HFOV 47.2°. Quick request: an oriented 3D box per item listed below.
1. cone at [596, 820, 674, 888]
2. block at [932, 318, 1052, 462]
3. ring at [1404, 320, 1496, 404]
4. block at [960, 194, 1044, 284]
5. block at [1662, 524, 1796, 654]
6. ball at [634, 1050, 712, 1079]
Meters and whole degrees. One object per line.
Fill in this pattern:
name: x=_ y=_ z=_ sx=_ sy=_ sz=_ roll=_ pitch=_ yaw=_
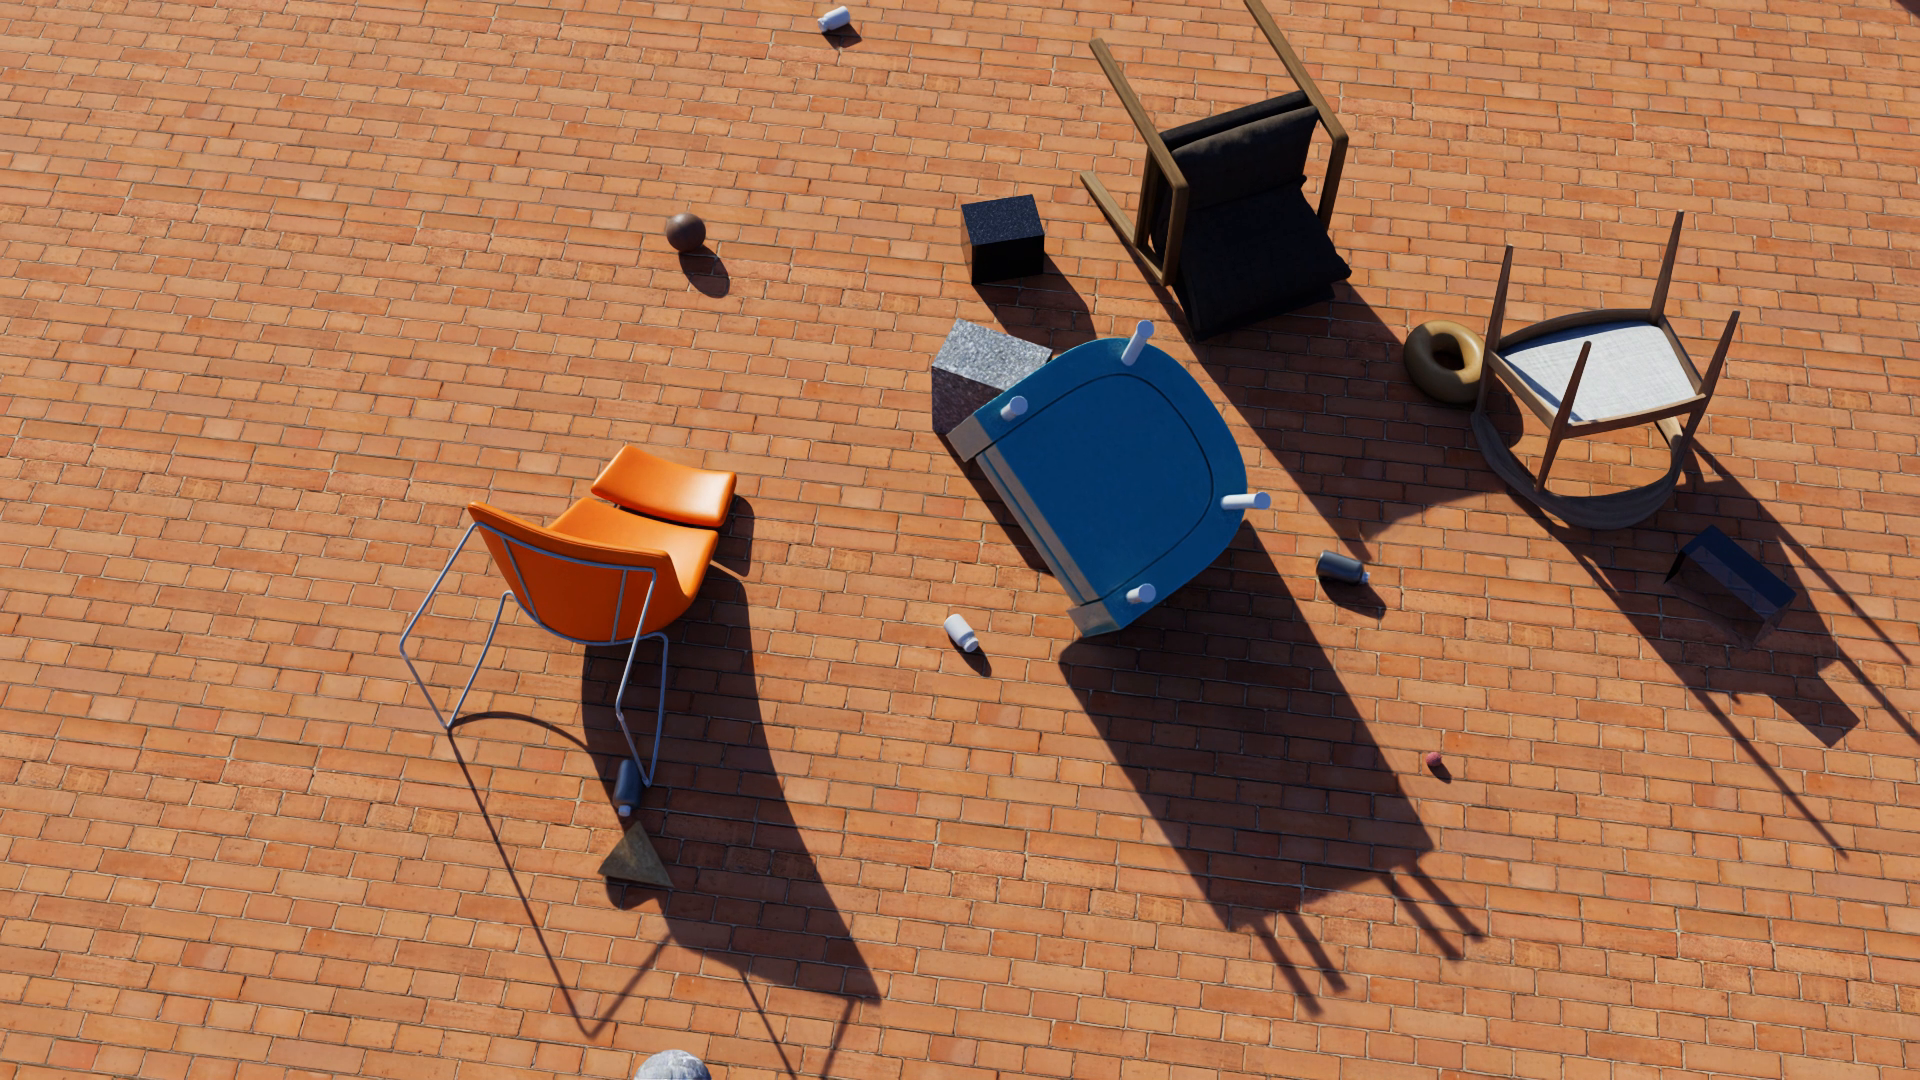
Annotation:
cone: x=-0.849 y=0.886 z=5.955 sx=0.191 sy=0.082 sz=0.188 roll=34 pitch=64 yaw=7
block: x=0.096 y=-0.456 z=6.688 sx=0.309 sy=0.317 sz=0.199 roll=20 pitch=58 yaw=13
ring: x=1.530 y=-0.557 z=6.879 sx=0.264 sy=0.115 sz=0.320 roll=-25 pitch=59 yaw=-15
block: x=0.136 y=-0.971 z=7.111 sx=0.237 sy=0.190 sz=0.178 roll=-9 pitch=57 yaw=-6
block: x=2.225 y=0.142 z=6.364 sx=0.140 sy=0.190 sz=0.310 roll=-34 pitch=63 yaw=-21
ball: x=-0.722 y=1.384 z=5.521 sx=0.205 sy=0.205 sz=0.205 roll=0 pitch=56 yaw=0
